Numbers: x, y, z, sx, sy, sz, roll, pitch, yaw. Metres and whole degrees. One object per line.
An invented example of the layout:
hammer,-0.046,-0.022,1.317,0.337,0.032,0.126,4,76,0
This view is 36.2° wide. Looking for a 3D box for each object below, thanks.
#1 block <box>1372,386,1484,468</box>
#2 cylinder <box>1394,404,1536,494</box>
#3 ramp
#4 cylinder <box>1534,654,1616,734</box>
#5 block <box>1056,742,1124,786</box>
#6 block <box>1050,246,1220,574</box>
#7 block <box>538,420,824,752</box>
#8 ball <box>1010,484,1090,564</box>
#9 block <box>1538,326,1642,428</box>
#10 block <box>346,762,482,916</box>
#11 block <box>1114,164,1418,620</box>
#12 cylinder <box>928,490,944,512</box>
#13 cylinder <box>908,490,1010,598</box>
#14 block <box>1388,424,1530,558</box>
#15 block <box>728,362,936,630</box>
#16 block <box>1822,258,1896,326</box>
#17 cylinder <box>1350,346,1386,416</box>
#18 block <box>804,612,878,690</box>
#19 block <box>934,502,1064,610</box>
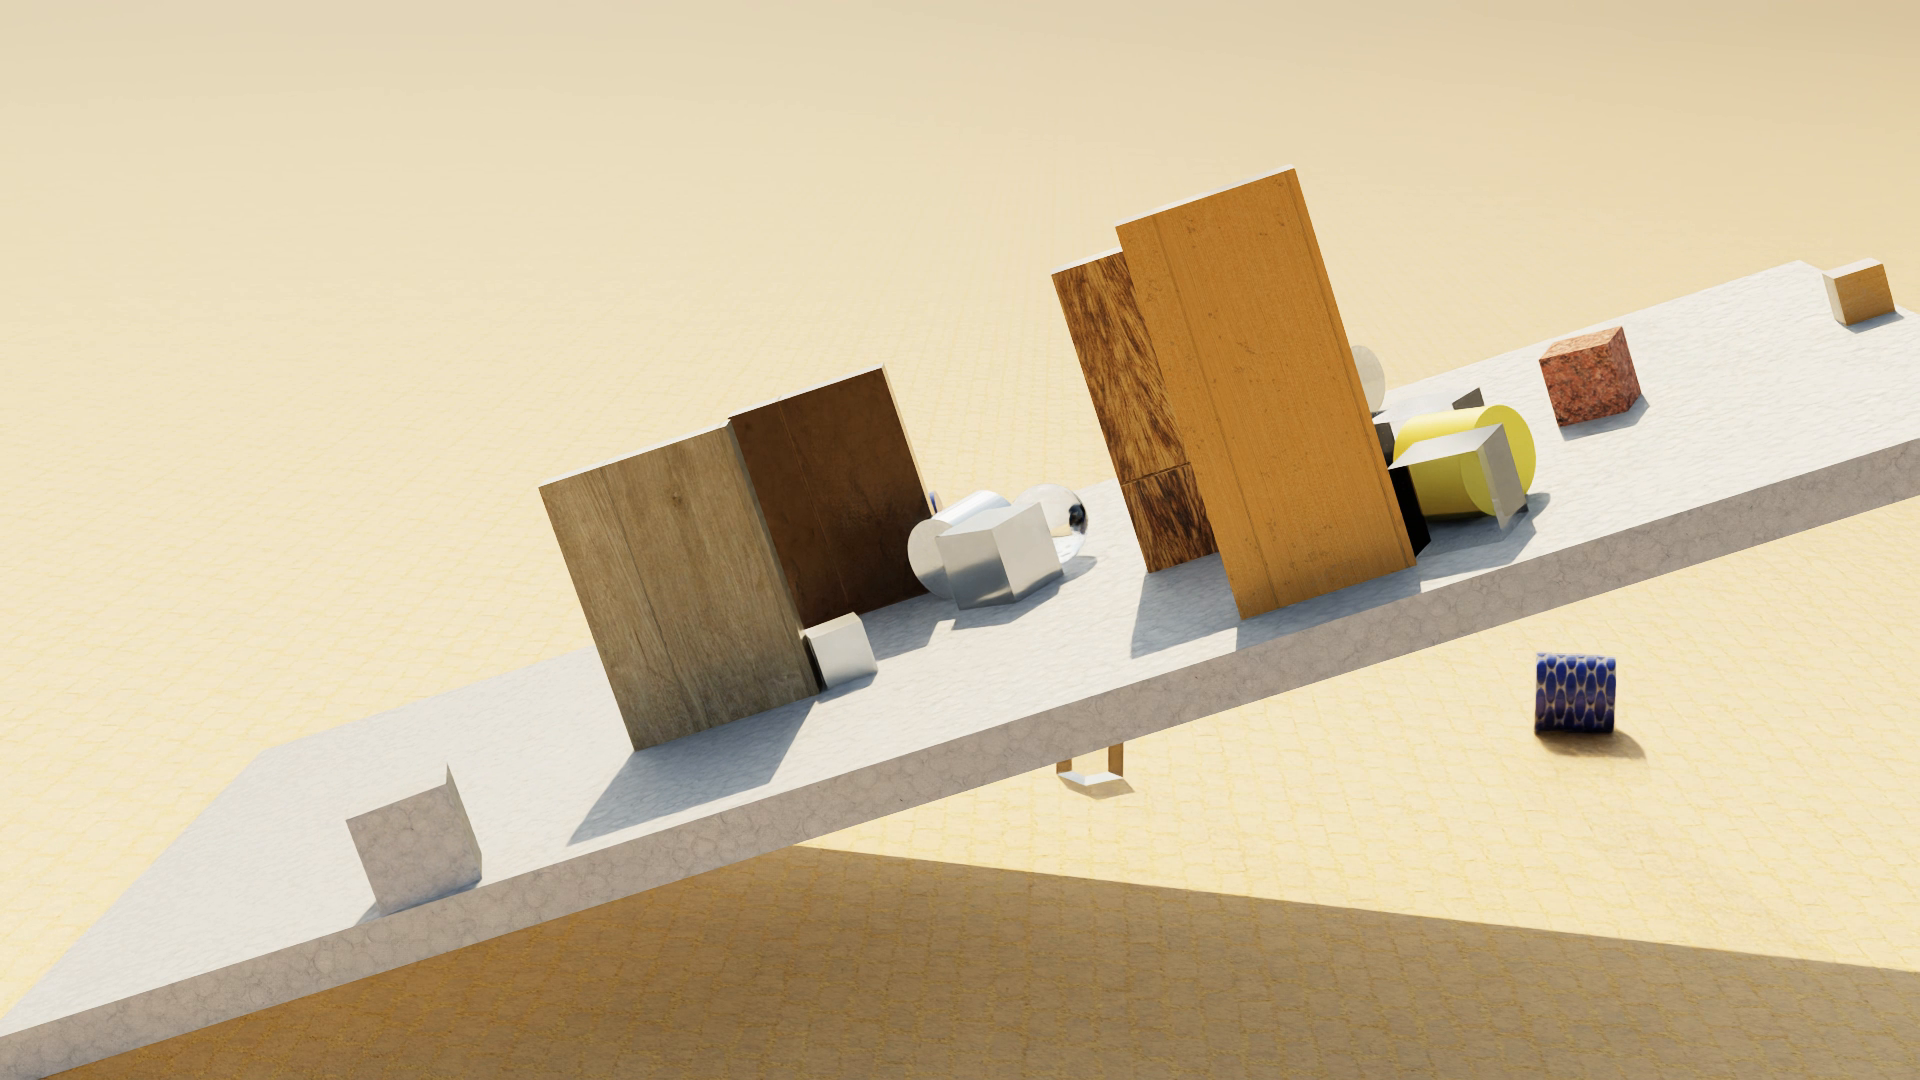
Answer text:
block,0.955,-0.186,5.948,0.179,0.179,0.179,-8,15,46
cylinder,0.980,-0.157,5.716,0.194,0.194,0.194,-10,3,-40
ramp,0.104,0.181,6.307,4.000,0.100,2.000,-18,11,6
cylinder,1.667,0.417,7.984,0.210,0.210,0.210,2,12,9
block,0.334,0.548,7.569,0.124,0.124,0.124,-8,14,-34
block,0.490,-0.309,6.074,0.422,0.655,0.101,-18,11,6
block,-0.570,0.096,6.035,0.405,0.585,0.081,-18,11,6
ball,0.193,-0.033,6.470,0.184,0.184,0.184,0,12,0
block,1.326,-0.344,6.188,0.150,0.150,0.150,-13,12,28
block,-1.025,0.559,5.532,0.194,0.194,0.194,-20,11,-6
block,0.565,-0.270,5.434,0.340,0.771,0.092,-18,11,6
cylinder,-0.120,0.003,6.814,0.188,0.188,0.188,-18,11,6
cylinder,0.016,0.010,6.545,0.189,0.189,0.189,9,25,36
block,0.934,-0.092,5.510,0.179,0.179,0.179,-13,12,30
block,-0.264,-0.095,6.651,0.365,0.520,0.082,-18,11,6
block,1.906,-0.527,6.240,0.105,0.105,0.105,-18,11,6
cylinder,0.888,-0.366,6.988,0.173,0.173,0.173,-11,3,-43
block,-0.247,0.229,6.095,0.112,0.112,0.112,-20,11,-7
block,0.085,0.035,6.348,0.170,0.170,0.170,-8,15,44
